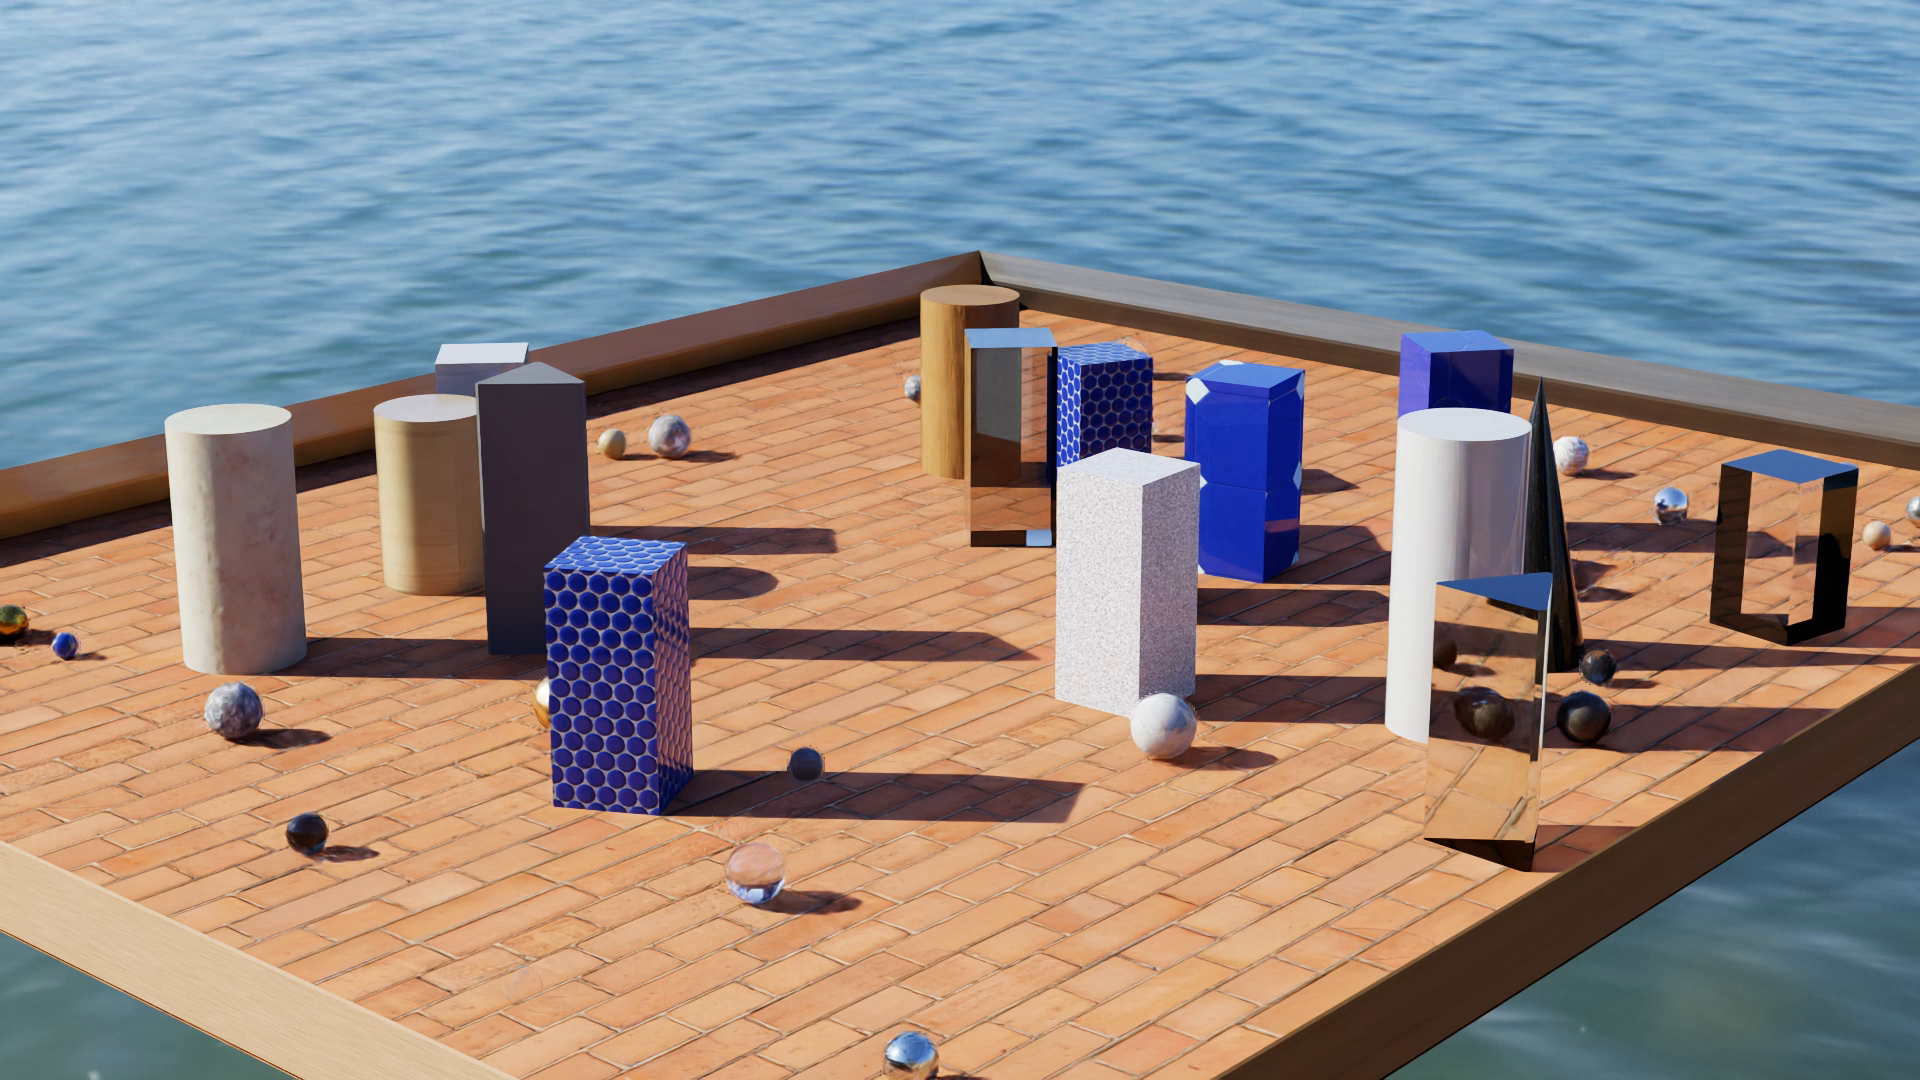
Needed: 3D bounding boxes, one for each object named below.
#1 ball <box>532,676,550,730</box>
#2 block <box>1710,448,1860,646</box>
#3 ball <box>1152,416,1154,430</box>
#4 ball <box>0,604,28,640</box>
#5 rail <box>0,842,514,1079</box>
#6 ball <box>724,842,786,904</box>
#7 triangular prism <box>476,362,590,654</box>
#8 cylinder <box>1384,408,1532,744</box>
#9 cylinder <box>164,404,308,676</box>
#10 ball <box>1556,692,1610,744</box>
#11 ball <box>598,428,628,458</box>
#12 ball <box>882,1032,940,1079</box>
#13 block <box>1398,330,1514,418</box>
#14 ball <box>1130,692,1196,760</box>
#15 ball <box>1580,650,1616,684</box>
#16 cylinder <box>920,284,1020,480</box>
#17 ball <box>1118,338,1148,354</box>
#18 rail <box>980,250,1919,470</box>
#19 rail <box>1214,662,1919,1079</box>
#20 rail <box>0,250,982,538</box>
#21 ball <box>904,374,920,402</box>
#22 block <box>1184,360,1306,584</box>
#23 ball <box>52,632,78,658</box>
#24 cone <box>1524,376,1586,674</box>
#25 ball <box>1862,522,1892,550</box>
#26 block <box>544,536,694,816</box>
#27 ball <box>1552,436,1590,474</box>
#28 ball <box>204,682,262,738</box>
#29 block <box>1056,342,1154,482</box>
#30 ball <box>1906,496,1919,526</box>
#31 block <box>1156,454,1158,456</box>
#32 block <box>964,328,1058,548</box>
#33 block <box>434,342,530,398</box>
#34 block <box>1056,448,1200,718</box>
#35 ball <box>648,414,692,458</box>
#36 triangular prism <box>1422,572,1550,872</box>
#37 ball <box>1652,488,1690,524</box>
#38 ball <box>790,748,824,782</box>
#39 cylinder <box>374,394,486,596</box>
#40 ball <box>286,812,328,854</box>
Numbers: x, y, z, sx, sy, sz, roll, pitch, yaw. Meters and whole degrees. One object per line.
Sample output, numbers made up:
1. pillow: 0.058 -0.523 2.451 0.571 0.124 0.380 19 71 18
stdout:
1. ball: -0.601 0.247 4.465 0.098 0.098 0.098 0 17 0
2. block: 1.385 0.011 4.932 0.159 0.280 0.159 -13 21 -36
3. ball: 0.373 -0.246 6.151 0.069 0.069 0.069 0 17 0
4. ball: -1.586 0.138 4.893 0.060 0.060 0.060 0 17 0
5. rail: -1.219 0.437 3.776 3.139 0.129 0.045 14 22 39
6. ball: -0.269 0.438 3.859 0.081 0.081 0.081 0 17 0
7. triangular prism: -0.693 -0.054 4.838 0.172 0.458 0.149 -1 17 -2
8. cylinder: 0.753 0.055 4.445 0.198 0.476 0.198 0 17 0
9. cylinder: -1.175 -0.003 4.766 0.198 0.402 0.198 0 17 0
10. ball: 0.941 0.268 4.427 0.079 0.079 0.079 0 17 0
11. ball: -0.712 -0.198 6.010 0.059 0.059 0.059 0 17 0
12. ball: -0.056 0.597 3.356 0.066 0.066 0.066 0 17 0
13. block: 0.912 -0.188 5.435 0.159 0.370 0.159 -3 17 -11
14. ball: 0.303 0.277 4.362 0.099 0.099 0.099 0 17 0
15. ball: 1.020 0.202 4.685 0.056 0.056 0.056 0 17 0
16. cylinder: 0.020 -0.319 5.897 0.198 0.355 0.198 0 17 0
17. ball: 0.384 -0.417 6.684 0.089 0.089 0.089 0 17 0
18. rail: 1.219 -0.373 6.464 3.139 0.129 0.045 14 22 39
19. rail: 1.167 0.325 4.149 0.045 0.129 3.766 14 22 39
20. rail: -1.167 -0.260 6.090 0.045 0.129 3.766 14 22 39
21. ball: -0.092 -0.334 6.455 0.061 0.061 0.061 0 17 0
22. block: 0.507 -0.124 5.249 0.159 0.356 0.159 9 19 28
23. ball: -1.468 0.172 4.809 0.042 0.042 0.042 0 17 0
24. cone: 0.931 -0.039 4.763 0.198 0.473 0.198 0 17 0
25. ball: 1.688 -0.009 5.395 0.051 0.051 0.051 0 17 0
26. block: -0.486 0.192 4.194 0.159 0.358 0.159 4 17 12
27. ball: 1.223 -0.170 5.881 0.079 0.079 0.079 0 17 0
28. ball: -1.102 0.259 4.446 0.086 0.086 0.086 0 17 0
29. block: 0.273 -0.244 5.812 0.159 0.260 0.159 -8 18 -24
30. ball: 1.815 -0.054 5.529 0.060 0.060 0.060 0 17 0
31. block: 0.298 -0.003 5.044 0.159 0.242 0.159 -6 18 -20
32. block: 0.093 -0.191 5.437 0.159 0.376 0.159 -1 17 -4
33. block: -0.875 -0.173 5.418 0.159 0.353 0.159 -1 17 -5
34. block: 0.261 0.066 4.581 0.159 0.377 0.159 13 21 36
35. ball: -0.595 -0.214 6.011 0.088 0.088 0.088 0 17 0
36. triangular prism: 0.757 0.238 4.018 0.172 0.372 0.149 16 23 42
37. ball: 1.345 -0.064 5.544 0.071 0.071 0.071 0 17 0
38. ball: -0.225 0.328 4.281 0.050 0.050 0.050 0 17 0
39. cylinder: -0.926 -0.081 5.177 0.198 0.314 0.198 0 17 0
40. ball: -0.895 0.402 4.018 0.057 0.057 0.057 0 17 0
